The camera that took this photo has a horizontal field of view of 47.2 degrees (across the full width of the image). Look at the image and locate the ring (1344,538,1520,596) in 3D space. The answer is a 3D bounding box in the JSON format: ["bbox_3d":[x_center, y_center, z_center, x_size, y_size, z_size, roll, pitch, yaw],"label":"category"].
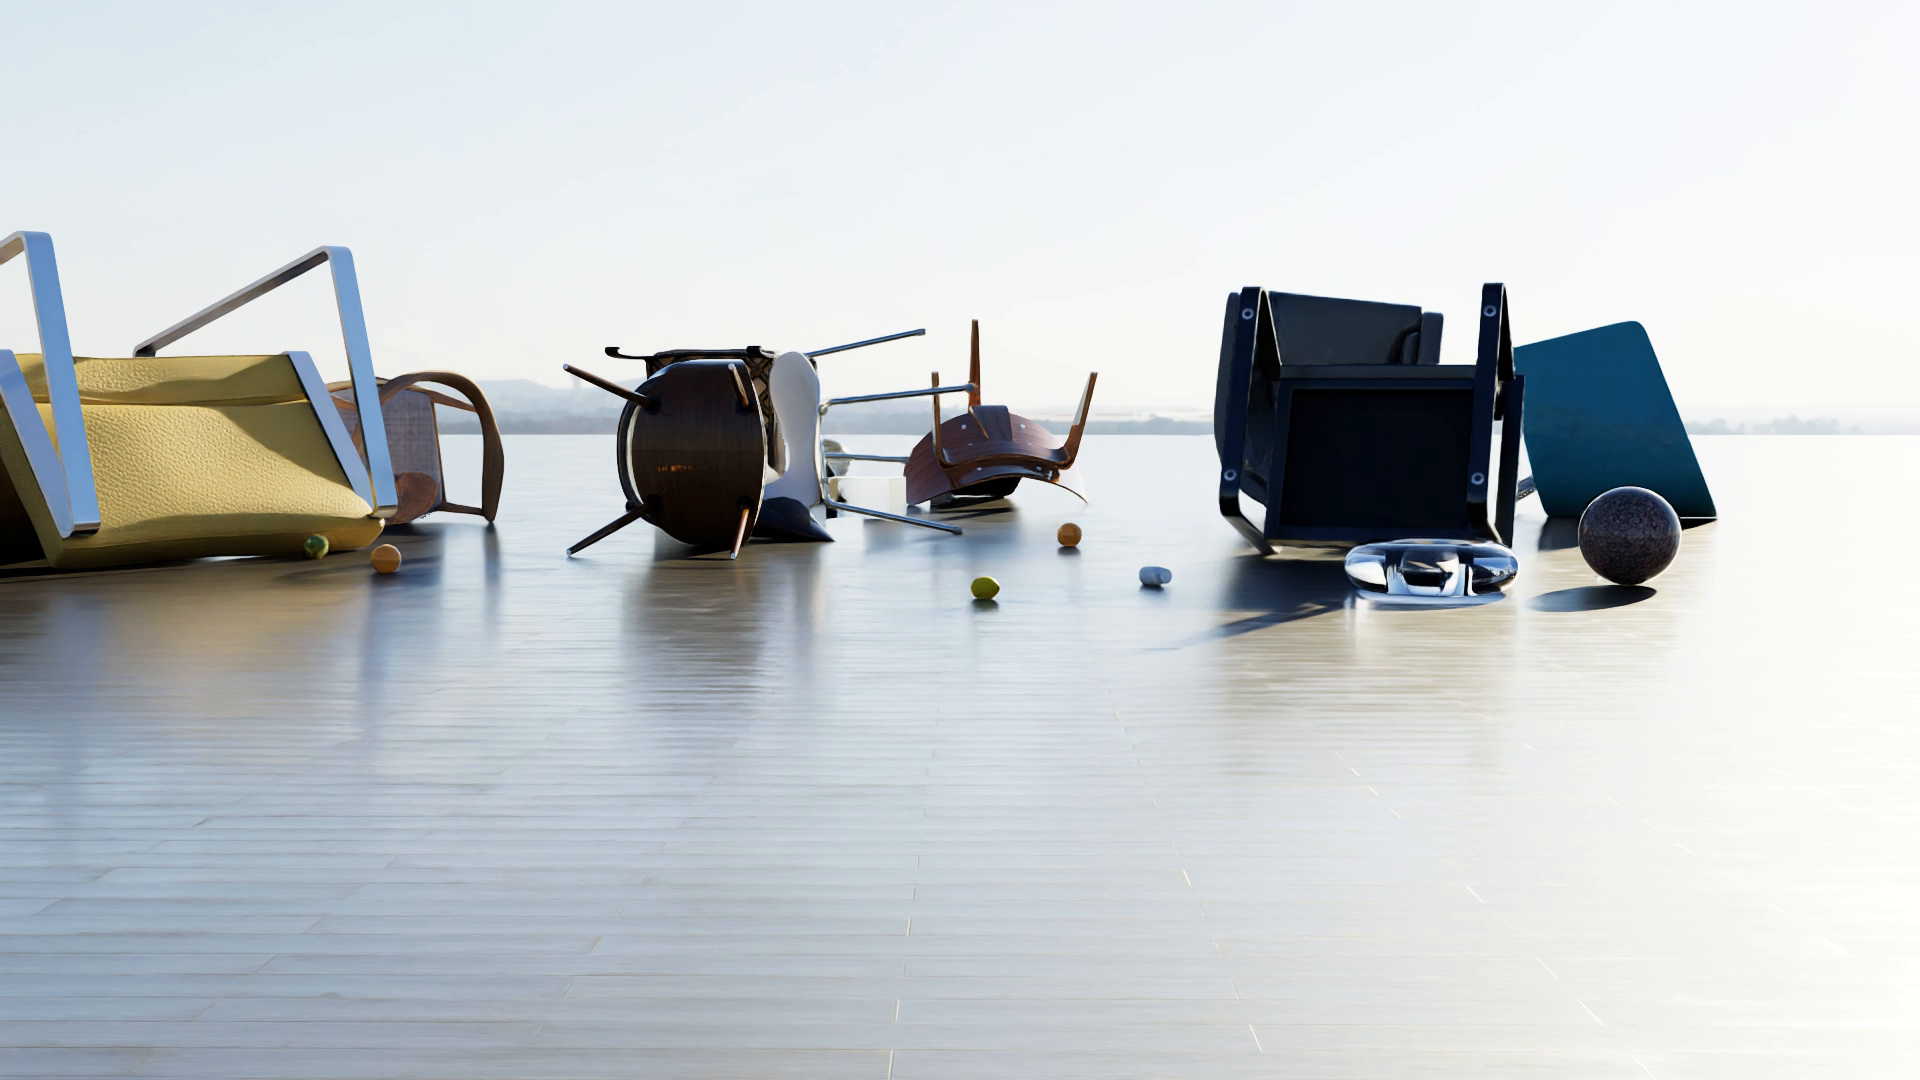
[{"bbox_3d":[1.047,0.059,4.887,0.370,0.113,0.397,-2,3,-34],"label":"ring"}]

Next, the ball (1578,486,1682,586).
[{"bbox_3d":[1.531,-0.010,5.029,0.227,0.227,0.227,0,4,0],"label":"ball"}]

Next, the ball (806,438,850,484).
[{"bbox_3d":[-0.624,-0.370,10.380,0.213,0.213,0.213,0,4,0],"label":"ball"}]

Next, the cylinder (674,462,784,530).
[{"bbox_3d":[-0.746,-0.144,7.094,0.255,0.211,0.253,-6,0,31],"label":"cylinder"}]

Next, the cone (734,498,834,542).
[{"bbox_3d":[-0.469,-0.031,6.557,0.277,0.123,0.297,20,19,38],"label":"cone"}]

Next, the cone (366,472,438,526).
[{"bbox_3d":[-1.858,-0.101,7.391,0.242,0.172,0.223,-25,-15,-13],"label":"cone"}]

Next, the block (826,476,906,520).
[{"bbox_3d":[-0.325,-0.145,7.619,0.229,0.143,0.174,1,4,19],"label":"block"}]
